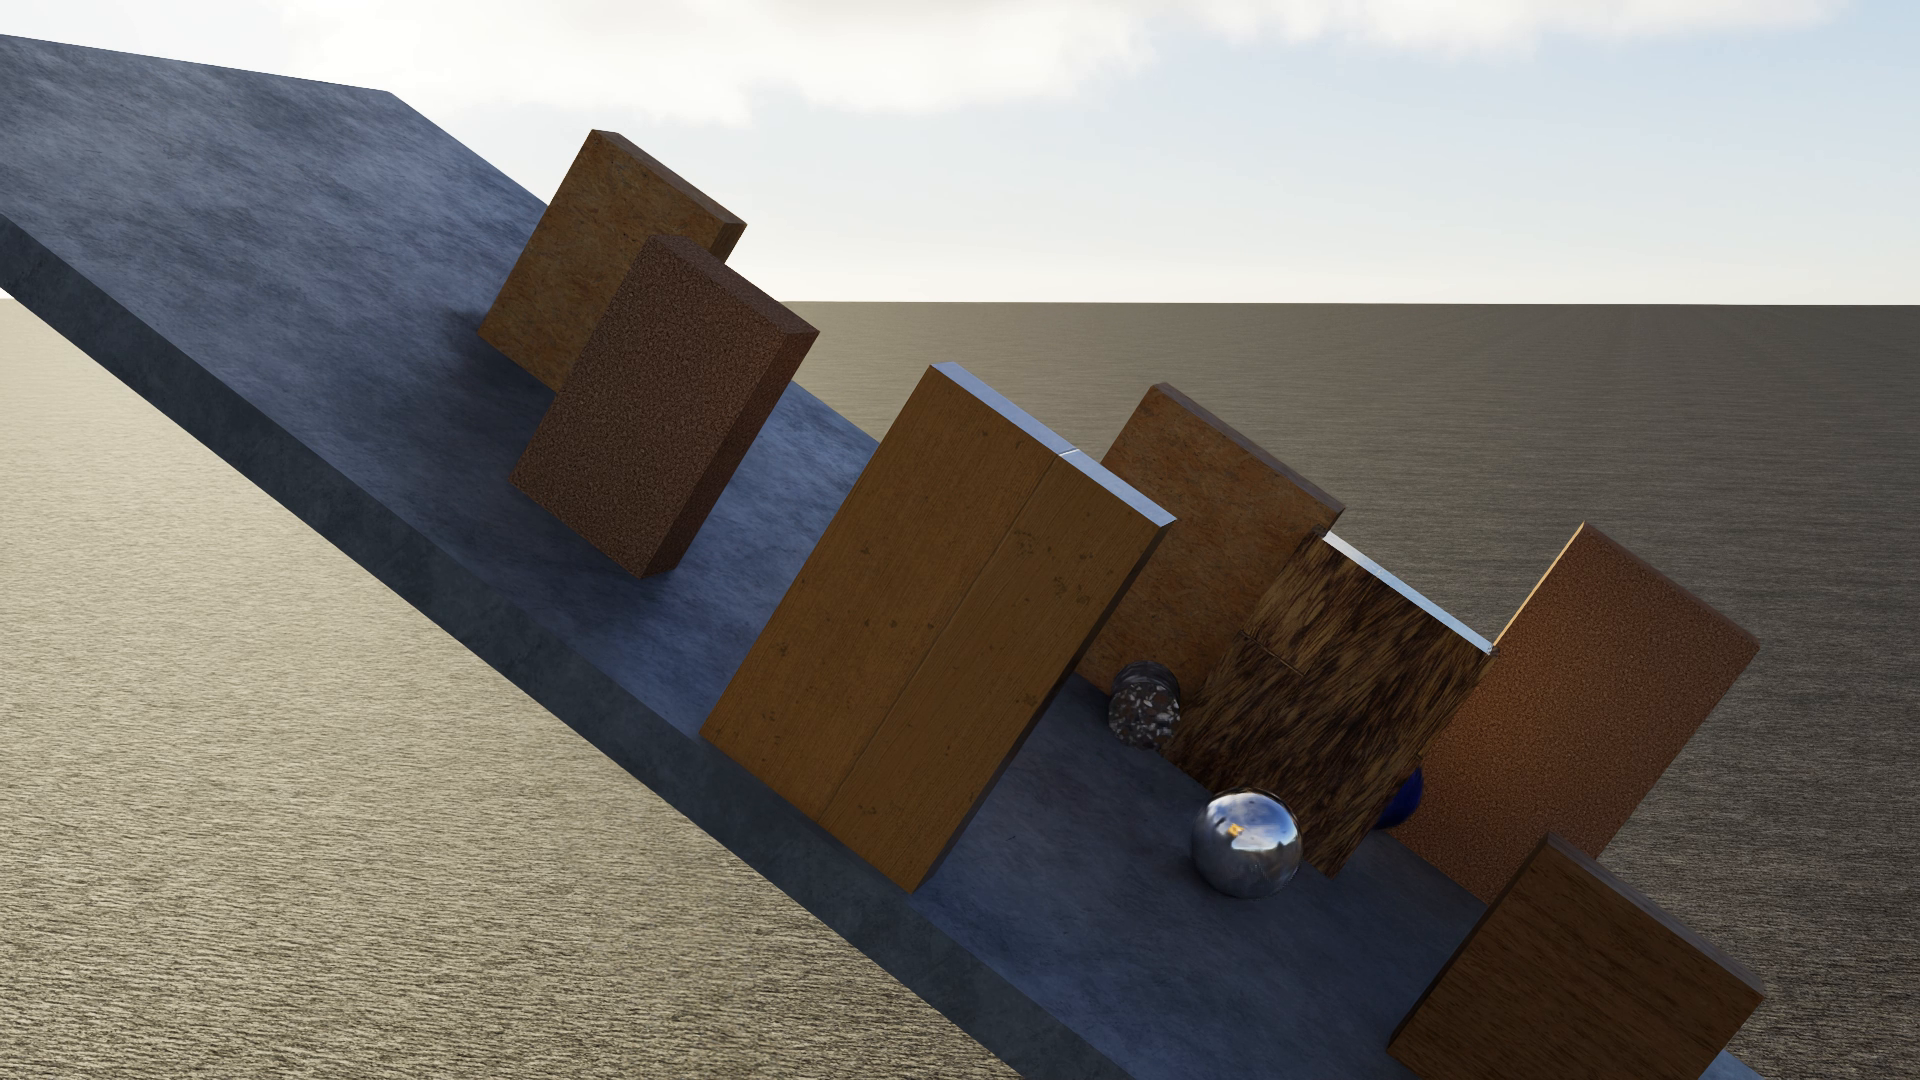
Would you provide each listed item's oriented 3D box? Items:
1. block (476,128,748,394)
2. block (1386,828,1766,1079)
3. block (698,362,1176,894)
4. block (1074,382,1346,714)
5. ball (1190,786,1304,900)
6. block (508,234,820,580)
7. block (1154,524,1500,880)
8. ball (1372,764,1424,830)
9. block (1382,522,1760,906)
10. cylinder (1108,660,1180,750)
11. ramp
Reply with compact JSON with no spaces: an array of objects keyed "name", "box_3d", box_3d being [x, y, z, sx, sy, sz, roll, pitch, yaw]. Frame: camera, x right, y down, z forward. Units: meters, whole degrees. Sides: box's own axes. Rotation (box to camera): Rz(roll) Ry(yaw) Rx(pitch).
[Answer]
[{"name":"block","box_3d":[-0.654,-0.489,4.123,0.314,0.452,0.111,36,15,10]},{"name":"block","box_3d":[0.987,0.768,3.549,0.400,0.443,0.097,36,15,10]},{"name":"block","box_3d":[-0.039,0.124,3.101,0.386,0.639,0.109,36,15,10]},{"name":"block","box_3d":[0.424,0.044,4.424,0.441,0.567,0.136,36,15,10]},{"name":"ball","box_3d":[0.494,0.523,3.796,0.195,0.195,0.195,0,7,0]},{"name":"block","box_3d":[-0.483,-0.217,3.577,0.280,0.476,0.141,36,15,10]},{"name":"block","box_3d":[0.704,0.310,4.235,0.419,0.531,0.121,36,15,10]},{"name":"ball","box_3d":[0.867,0.504,4.597,0.199,0.199,0.199,0,7,0]},{"name":"block","box_3d":[1.261,0.399,4.627,0.423,0.768,0.126,36,15,10]},{"name":"cylinder","box_3d":[0.358,0.319,4.265,0.137,0.137,0.137,1,14,6]},{"name":"ramp","box_3d":[-0.122,0.207,4.097,4.000,0.100,2.000,36,15,10]}]
